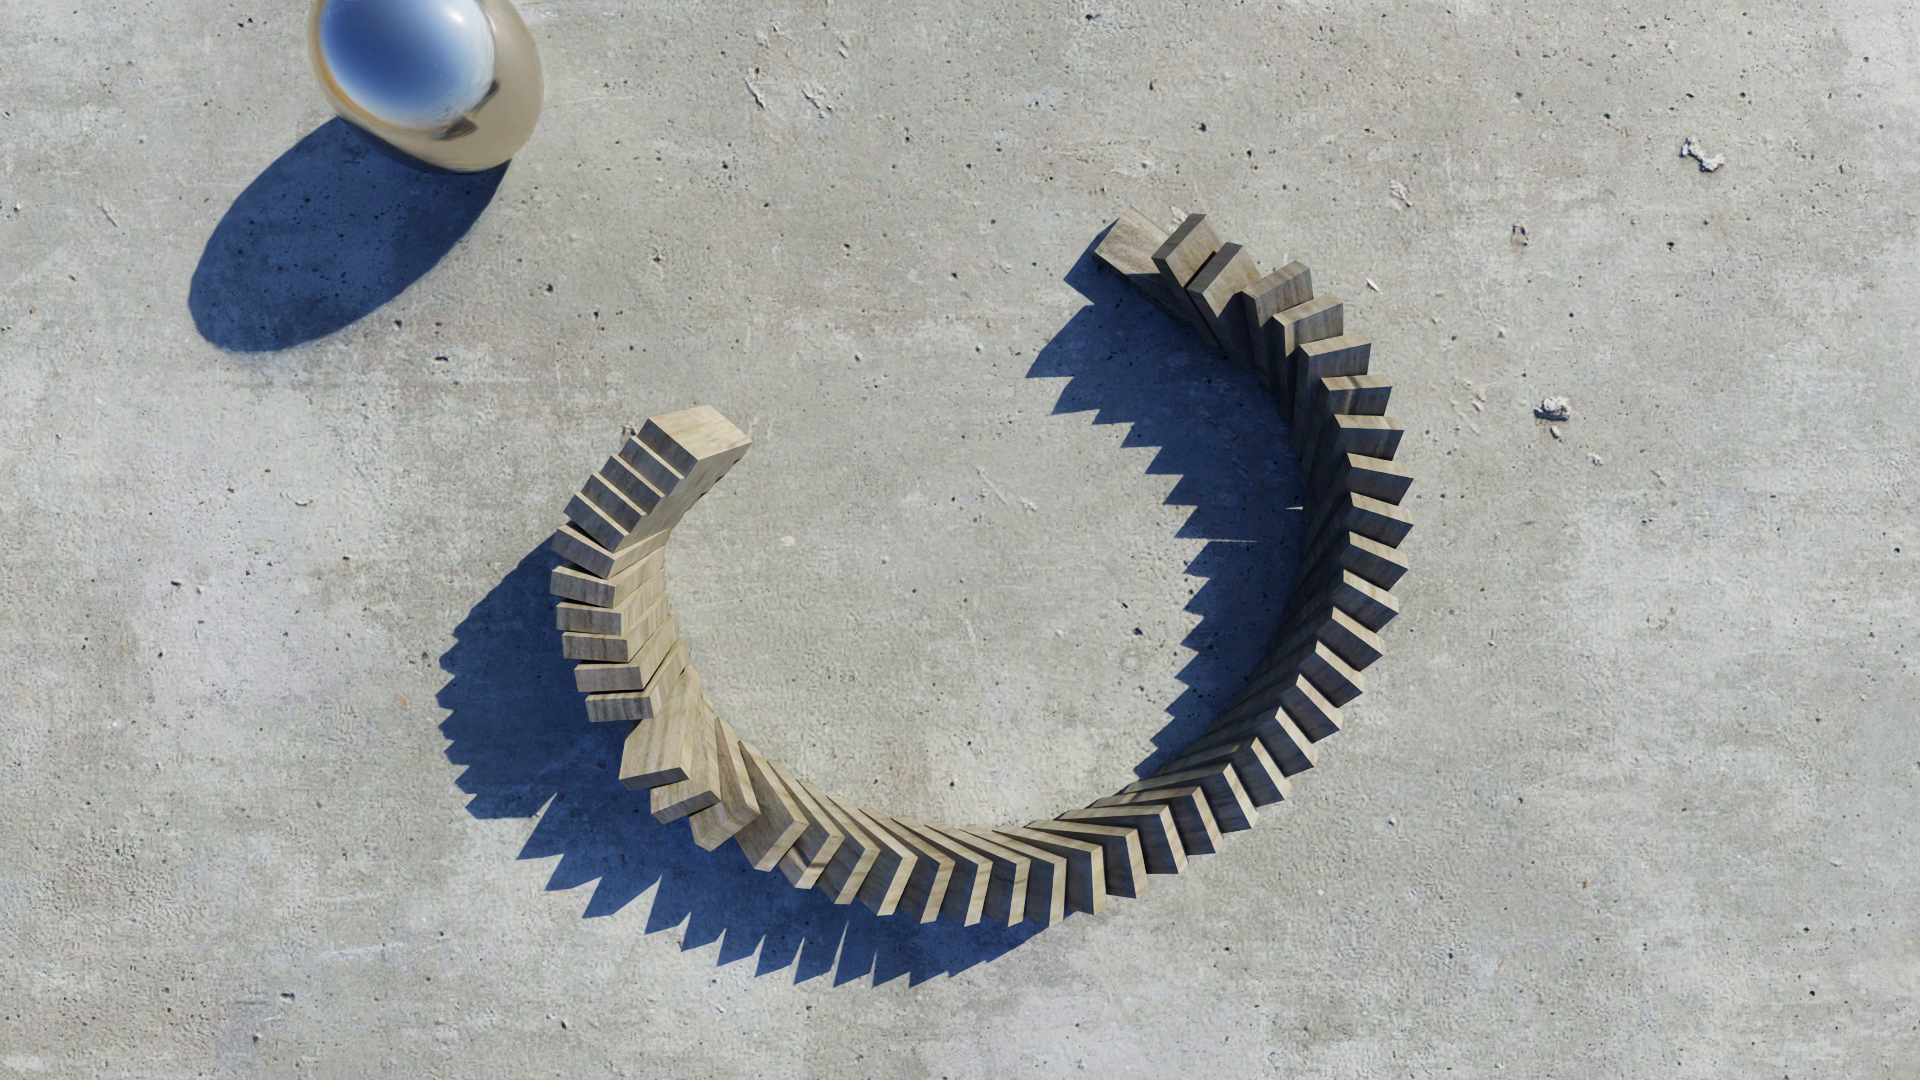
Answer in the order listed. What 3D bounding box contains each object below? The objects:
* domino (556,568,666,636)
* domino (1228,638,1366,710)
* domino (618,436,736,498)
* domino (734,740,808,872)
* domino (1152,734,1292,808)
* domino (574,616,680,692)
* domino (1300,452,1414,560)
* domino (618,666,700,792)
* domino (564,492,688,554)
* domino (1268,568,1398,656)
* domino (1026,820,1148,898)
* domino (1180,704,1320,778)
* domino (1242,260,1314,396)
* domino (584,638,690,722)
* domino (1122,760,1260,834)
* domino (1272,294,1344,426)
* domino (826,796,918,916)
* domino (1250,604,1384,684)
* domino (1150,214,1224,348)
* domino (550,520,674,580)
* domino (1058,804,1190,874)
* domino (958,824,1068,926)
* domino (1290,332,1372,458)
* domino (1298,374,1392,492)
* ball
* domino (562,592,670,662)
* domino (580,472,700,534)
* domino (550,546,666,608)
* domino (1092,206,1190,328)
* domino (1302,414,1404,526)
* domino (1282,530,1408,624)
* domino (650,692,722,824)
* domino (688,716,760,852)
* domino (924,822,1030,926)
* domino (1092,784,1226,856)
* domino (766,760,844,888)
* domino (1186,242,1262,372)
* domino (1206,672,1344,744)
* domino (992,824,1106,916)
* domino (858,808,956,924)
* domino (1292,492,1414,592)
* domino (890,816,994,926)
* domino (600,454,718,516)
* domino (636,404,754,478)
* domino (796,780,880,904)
[{"bbox_3d":[-0.141,0.024,0.375,0.025,0.050,0.009,6,108,0],"label":"domino"},{"bbox_3d":[0.139,0.064,0.380,0.025,0.010,0.050,40,130,0],"label":"domino"},{"bbox_3d":[-0.114,-0.034,0.375,0.025,0.050,0.010,40,109,0],"label":"domino"},{"bbox_3d":[-0.085,0.109,0.380,0.025,0.010,0.050,-50,50,0],"label":"domino"},{"bbox_3d":[0.108,0.100,0.380,0.050,0.009,0.025,-32,90,40],"label":"domino"},{"bbox_3d":[-0.135,0.046,0.375,0.025,0.050,0.010,-3,108,0],"label":"domino"},{"bbox_3d":[0.163,-0.011,0.380,0.025,0.010,0.050,11,130,0],"label":"domino"},{"bbox_3d":[-0.123,0.077,0.379,0.025,0.010,0.050,-12,45,2],"label":"domino"},{"bbox_3d":[-0.135,-0.012,0.375,0.025,0.050,0.010,40,109,0],"label":"domino"},{"bbox_3d":[0.154,0.036,0.380,0.025,0.010,0.050,30,131,0],"label":"domino"},{"bbox_3d":[0.052,0.131,0.380,0.050,0.010,0.025,-10,90,41],"label":"domino"},{"bbox_3d":[0.119,0.089,0.380,0.025,0.010,0.050,52,131,0],"label":"domino"},{"bbox_3d":[0.134,-0.087,0.380,0.025,0.010,0.050,-29,131,-1],"label":"domino"},{"bbox_3d":[-0.131,0.056,0.375,0.025,0.050,0.010,-4,110,1],"label":"domino"},{"bbox_3d":[0.095,0.110,0.380,0.050,0.009,0.025,-27,90,40],"label":"domino"},{"bbox_3d":[0.145,-0.074,0.380,0.025,0.010,0.050,-21,131,0],"label":"domino"},{"bbox_3d":[-0.042,0.130,0.380,0.050,0.010,0.025,24,90,40],"label":"domino"},{"bbox_3d":[0.147,0.051,0.380,0.025,0.010,0.050,36,130,0],"label":"domino"},{"bbox_3d":[0.102,-0.107,0.382,0.025,0.010,0.050,-47,124,-3],"label":"domino"},{"bbox_3d":[-0.141,-0.001,0.375,0.025,0.050,0.009,29,108,0],"label":"domino"},{"bbox_3d":[0.067,0.125,0.380,0.050,0.010,0.025,-18,90,40],"label":"domino"},{"bbox_3d":[0.020,0.138,0.380,0.050,0.010,0.025,5,91,41],"label":"domino"},{"bbox_3d":[0.153,-0.059,0.380,0.025,0.010,0.050,-12,130,0],"label":"domino"},{"bbox_3d":[0.159,-0.044,0.380,0.025,0.010,0.050,-4,130,0],"label":"domino"},{"bbox_3d":[-0.207,-0.186,0.360,0.080,0.080,0.080,0,90,0],"label":"ball"},{"bbox_3d":[-0.139,0.034,0.375,0.025,0.050,0.009,4,108,0],"label":"domino"},{"bbox_3d":[-0.129,-0.020,0.375,0.025,0.050,0.010,40,109,0],"label":"domino"},{"bbox_3d":[-0.143,0.012,0.375,0.025,0.050,0.009,14,108,0],"label":"domino"},{"bbox_3d":[0.085,-0.118,0.395,0.050,0.009,0.025,37,90,0],"label":"domino"},{"bbox_3d":[0.162,-0.028,0.380,0.025,0.010,0.050,2,130,0],"label":"domino"},{"bbox_3d":[0.159,0.021,0.380,0.025,0.010,0.050,23,131,0],"label":"domino"},{"bbox_3d":[-0.114,0.089,0.379,0.025,0.050,0.010,-22,134,0],"label":"domino"},{"bbox_3d":[-0.101,0.100,0.379,0.025,0.050,0.010,-37,133,0],"label":"domino"},{"bbox_3d":[0.005,0.137,0.380,0.050,0.009,0.025,8,90,40],"label":"domino"},{"bbox_3d":[0.081,0.118,0.380,0.050,0.010,0.025,-22,90,40],"label":"domino"},{"bbox_3d":[-0.071,0.117,0.380,0.050,0.010,0.025,34,90,40],"label":"domino"},{"bbox_3d":[0.116,-0.096,0.381,0.025,0.009,0.050,-50,129,0],"label":"domino"},{"bbox_3d":[0.130,0.077,0.380,0.025,0.009,0.050,46,130,0],"label":"domino"},{"bbox_3d":[0.036,0.136,0.380,0.050,0.010,0.025,-2,90,41],"label":"domino"},{"bbox_3d":[-0.027,0.134,0.380,0.050,0.010,0.025,19,90,40],"label":"domino"},{"bbox_3d":[0.162,0.005,0.380,0.025,0.010,0.050,17,131,0],"label":"domino"},{"bbox_3d":[-0.011,0.136,0.380,0.050,0.010,0.025,13,90,40],"label":"domino"},{"bbox_3d":[-0.121,-0.027,0.375,0.025,0.050,0.009,40,109,0],"label":"domino"},{"bbox_3d":[-0.107,-0.041,0.375,0.025,0.050,0.010,40,109,0],"label":"domino"},{"bbox_3d":[-0.057,0.124,0.380,0.050,0.010,0.025,30,90,40],"label":"domino"}]
